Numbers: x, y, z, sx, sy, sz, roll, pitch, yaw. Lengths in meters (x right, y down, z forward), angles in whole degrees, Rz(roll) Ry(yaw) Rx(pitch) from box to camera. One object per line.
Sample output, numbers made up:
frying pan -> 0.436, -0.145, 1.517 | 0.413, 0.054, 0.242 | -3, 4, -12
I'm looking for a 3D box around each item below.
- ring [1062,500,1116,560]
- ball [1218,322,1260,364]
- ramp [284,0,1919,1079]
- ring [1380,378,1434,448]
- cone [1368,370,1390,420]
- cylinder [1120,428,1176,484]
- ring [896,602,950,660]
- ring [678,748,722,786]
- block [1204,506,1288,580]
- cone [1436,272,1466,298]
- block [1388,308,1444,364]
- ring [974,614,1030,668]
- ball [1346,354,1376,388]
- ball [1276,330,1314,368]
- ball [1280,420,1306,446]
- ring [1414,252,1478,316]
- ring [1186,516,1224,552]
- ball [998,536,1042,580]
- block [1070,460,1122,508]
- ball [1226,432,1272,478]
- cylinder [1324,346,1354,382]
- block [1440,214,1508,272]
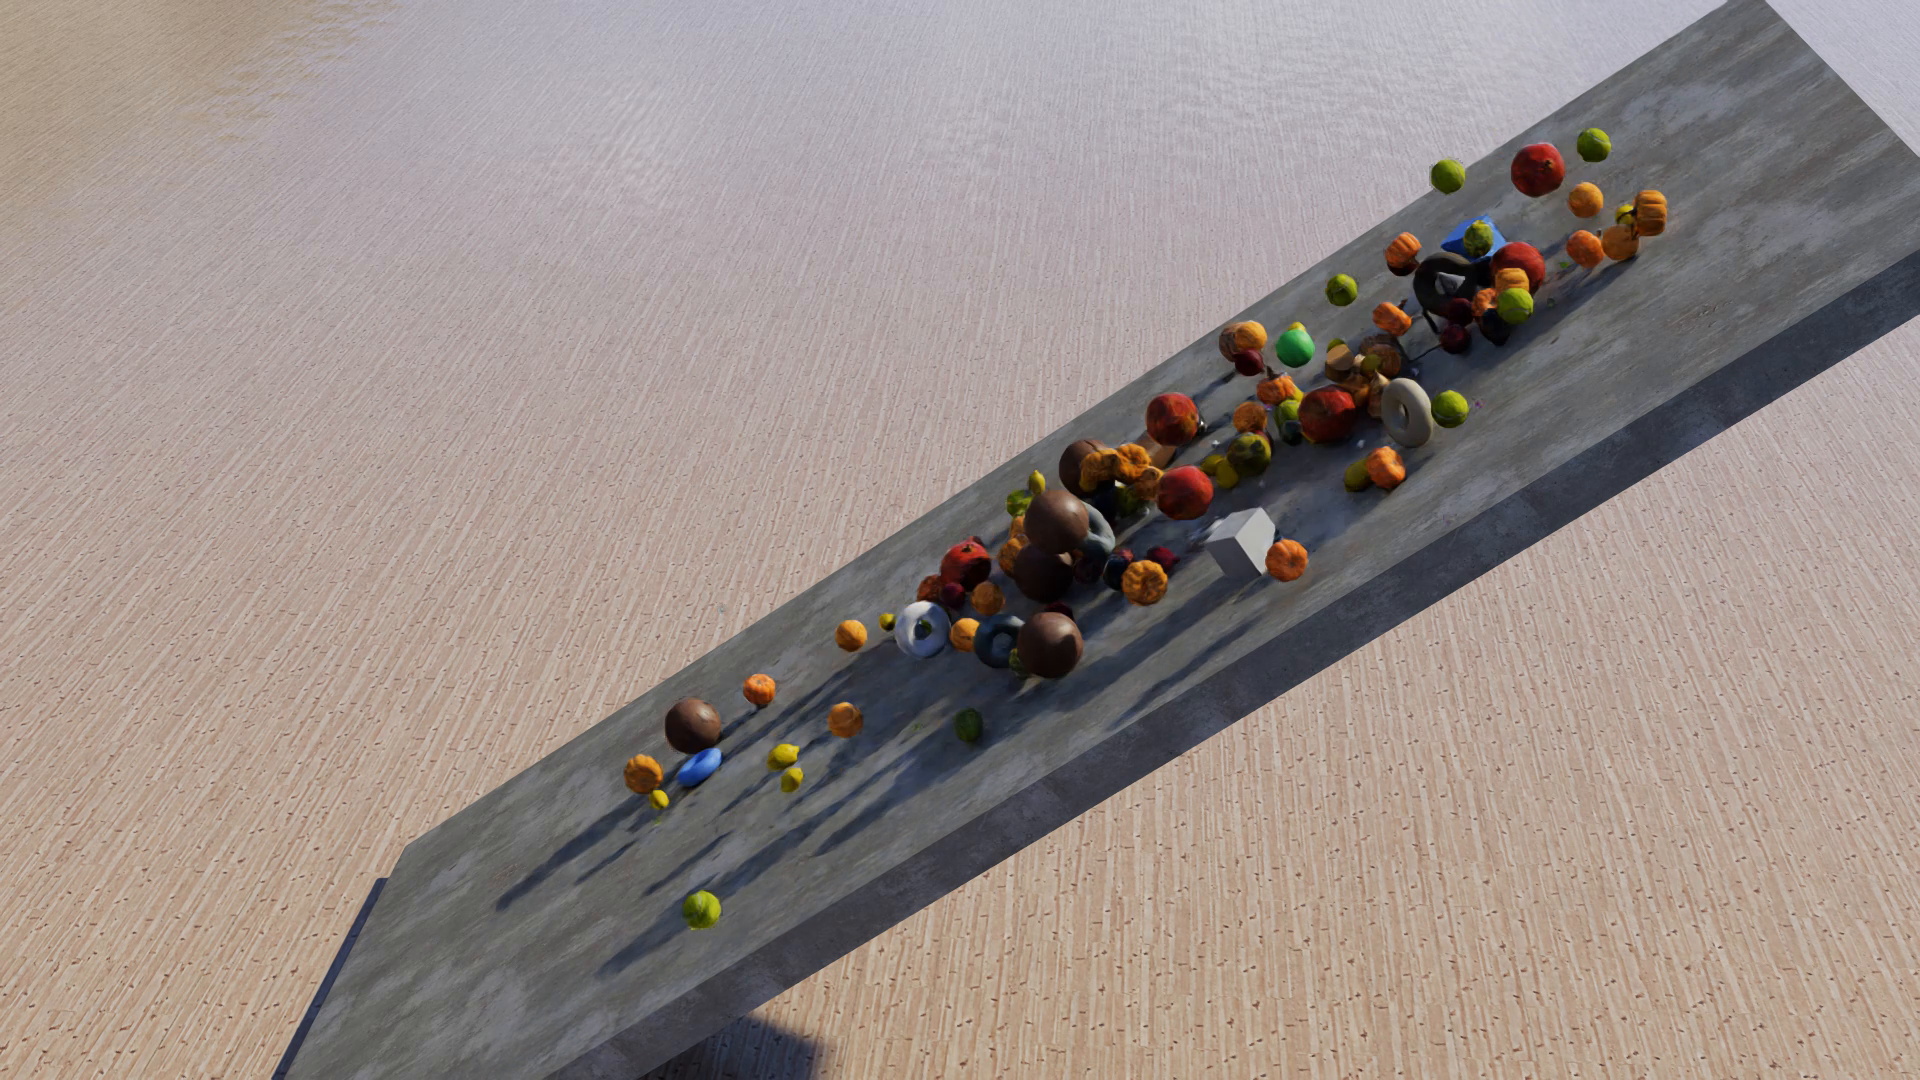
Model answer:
ring -> 0.265, -0.021, 6.079 | 0.046, 0.139, 0.139 | -39, 5, 27
ball -> 0.634, -0.447, 6.677 | 0.094, 0.094, 0.094 | 0, 21, 0
ramp -> 0.135, 0.174, 6.306 | 4.000, 0.100, 2.000 | -32, 16, 15
ring -> 0.844, -0.240, 5.555 | 0.045, 0.136, 0.136 | -17, 26, -26
cone -> 0.829, -0.301, 5.788 | 0.090, 0.090, 0.090 | -21, 29, 12
cylinder -> 0.409, -0.182, 6.400 | 0.088, 0.088, 0.088 | 20, 56, 41
ring -> -0.080, 0.193, 6.292 | 0.126, 0.126, 0.042 | -8, 11, -21
ring -> -0.585, 0.511, 6.623 | 0.116, 0.039, 0.116 | -34, 13, 9
block -> 0.539, 0.007, 5.550 | 0.092, 0.092, 0.092 | -46, 18, -31
cone -> 0.981, -0.526, 5.937 | 0.055, 0.055, 0.055 | 36, 23, -4
block -> 0.923, -0.411, 5.942 | 0.077, 0.077, 0.077 | -32, 2, 18
ring -> 0.083, 0.201, 5.861 | 0.115, 0.115, 0.038 | -4, 21, -11
ball -> 0.818, -0.346, 6.030 | 0.067, 0.067, 0.067 | 0, 21, 0
ball -> 0.672, -0.384, 5.896 | 0.077, 0.077, 0.077 | 0, 21, 0
ball -> 0.677, -0.219, 5.990 | 0.053, 0.053, 0.053 | 0, 21, 0
ring -> 0.997, -0.525, 6.040 | 0.135, 0.135, 0.045 | 10, 18, 25
ring -> 0.489, -0.012, 5.837 | 0.091, 0.030, 0.091 | -34, 16, 12
ball -> 0.131, 0.039, 6.341 | 0.096, 0.096, 0.096 | 0, 21, 0
block -> 0.299, -0.120, 6.496 | 0.068, 0.068, 0.068 | -22, 21, 43
ball -> 0.588, -0.173, 5.977 | 0.091, 0.091, 0.091 | 0, 21, 0
cylinder -> 0.760, -0.352, 5.892 | 0.055, 0.055, 0.055 | 1, -21, 2
block -> 1.088, -0.623, 6.224 | 0.084, 0.084, 0.084 | -45, 17, -28
